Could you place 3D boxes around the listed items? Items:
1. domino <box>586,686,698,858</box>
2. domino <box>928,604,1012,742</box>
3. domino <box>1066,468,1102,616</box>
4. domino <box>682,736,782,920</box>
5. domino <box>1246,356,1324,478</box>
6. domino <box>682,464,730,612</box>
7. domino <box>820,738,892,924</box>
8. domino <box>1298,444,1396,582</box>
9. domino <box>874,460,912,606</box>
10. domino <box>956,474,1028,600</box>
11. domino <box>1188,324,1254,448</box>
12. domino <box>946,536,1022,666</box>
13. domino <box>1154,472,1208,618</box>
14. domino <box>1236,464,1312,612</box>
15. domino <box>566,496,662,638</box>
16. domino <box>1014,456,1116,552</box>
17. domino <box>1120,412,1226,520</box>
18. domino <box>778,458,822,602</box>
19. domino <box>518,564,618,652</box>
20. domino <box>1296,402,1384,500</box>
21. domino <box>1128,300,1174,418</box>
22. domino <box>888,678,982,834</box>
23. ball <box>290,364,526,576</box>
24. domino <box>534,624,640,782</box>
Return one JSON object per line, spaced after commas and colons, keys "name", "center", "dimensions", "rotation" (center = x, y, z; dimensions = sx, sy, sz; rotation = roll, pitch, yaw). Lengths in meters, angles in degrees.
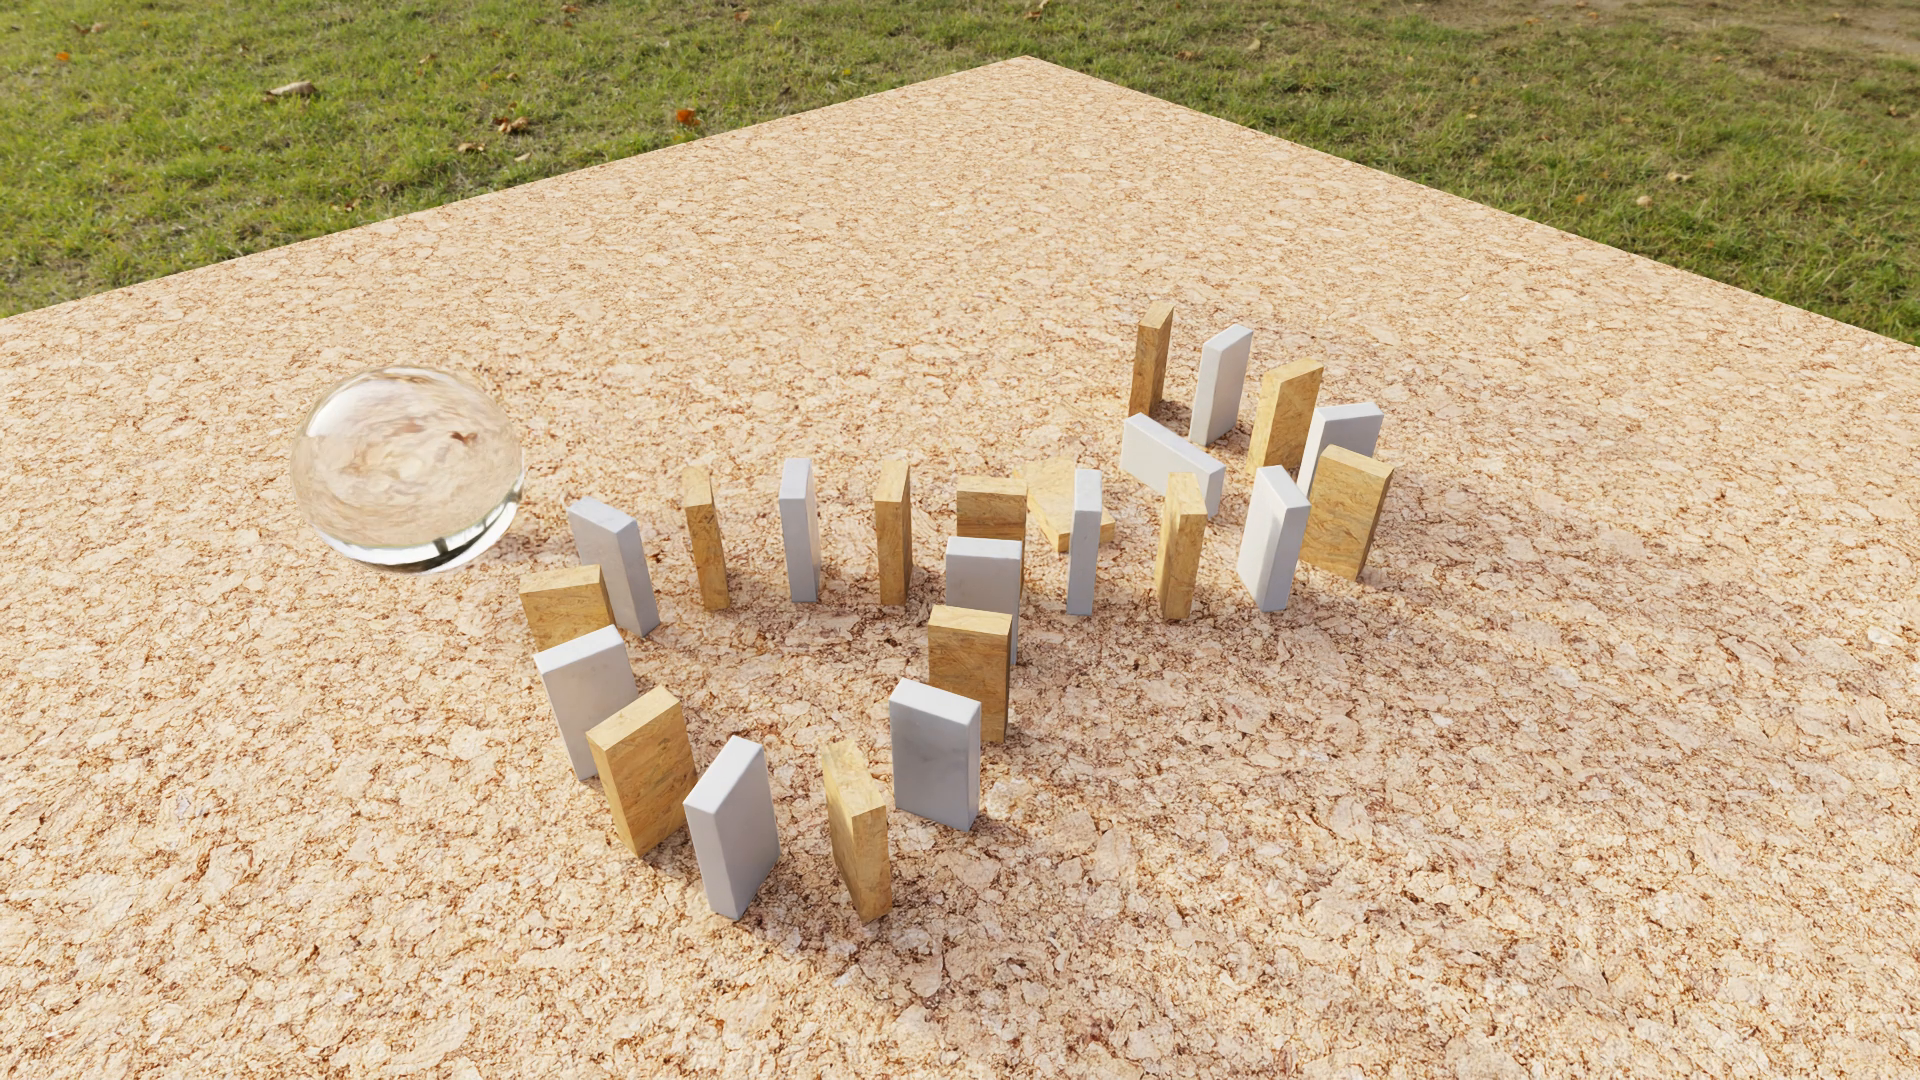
{"name": "domino", "center": [-0.092, 0.069, 0.327], "dimensions": [0.009, 0.050, 0.025], "rotation": [30, 48, 32]}
{"name": "domino", "center": [0.003, 0.044, 0.358], "dimensions": [0.025, 0.050, 0.010], "rotation": [7, 40, 9]}
{"name": "domino", "center": [0.046, 0.001, 0.410], "dimensions": [0.009, 0.050, 0.025], "rotation": [3, 39, 4]}
{"name": "domino", "center": [-0.063, 0.082, 0.311], "dimensions": [0.010, 0.050, 0.025], "rotation": [15, 42, 17]}
{"name": "domino", "center": [0.140, -0.052, 0.475], "dimensions": [0.025, 0.050, 0.010], "rotation": [-21, 44, -24]}
{"name": "domino", "center": [-0.095, -0.001, 0.412], "dimensions": [0.010, 0.050, 0.025], "rotation": [-8, 40, -10]}
{"name": "domino", "center": [-0.029, 0.083, 0.311], "dimensions": [0.009, 0.050, 0.025], "rotation": [-16, 42, -19]}
{"name": "domino", "center": [0.147, -0.010, 0.424], "dimensions": [0.025, 0.050, 0.009], "rotation": [25, 46, 28]}
{"name": "domino", "center": [-0.025, -0.002, 0.414], "dimensions": [0.009, 0.050, 0.025], "rotation": [3, 39, 4]}
{"name": "domino", "center": [0.012, 0.000, 0.412], "dimensions": [0.025, 0.050, 0.010], "rotation": [5, 40, 6]}
{"name": "domino", "center": [0.117, -0.069, 0.496], "dimensions": [0.009, 0.050, 0.025], "rotation": [31, 49, 32]}
{"name": "domino", "center": [0.008, 0.022, 0.385], "dimensions": [0.025, 0.050, 0.009], "rotation": [4, 39, 5]}
{"name": "domino", "center": [0.081, 0.002, 0.409], "dimensions": [0.009, 0.050, 0.025], "rotation": [-1, 39, -1]}
{"name": "domino", "center": [0.117, 0.000, 0.411], "dimensions": [0.010, 0.050, 0.025], "rotation": [-8, 40, -9]}
{"name": "domino", "center": [-0.125, 0.010, 0.399], "dimensions": [0.025, 0.050, 0.010], "rotation": [23, 44, 25]}
{"name": "domino", "center": [0.043, -0.016, 0.463], "dimensions": [0.025, 0.009, 0.050], "rotation": [-12, 41, -15]}
{"name": "domino", "center": [0.090, -0.032, 0.470], "dimensions": [0.009, 0.025, 0.050], "rotation": [-25, 46, -28]}
{"name": "domino", "center": [-0.060, -0.003, 0.416], "dimensions": [0.010, 0.050, 0.025], "rotation": [-1, 39, -1]}
{"name": "domino", "center": [-0.130, 0.032, 0.373], "dimensions": [0.025, 0.050, 0.009], "rotation": [-8, 40, -10]}
{"name": "domino", "center": [0.154, -0.031, 0.450], "dimensions": [0.025, 0.050, 0.010], "rotation": [-7, 40, -9]}
{"name": "domino", "center": [0.089, -0.082, 0.512], "dimensions": [0.009, 0.050, 0.025], "rotation": [16, 42, 18]}
{"name": "domino", "center": [-0.007, 0.066, 0.331], "dimensions": [0.025, 0.050, 0.010], "rotation": [15, 42, 18]}
{"name": "ball", "center": [-0.209, -0.027, 0.420], "dimensions": [0.080, 0.080, 0.080], "rotation": [0, 39, 0]}
{"name": "domino", "center": [-0.115, 0.052, 0.348], "dimensions": [0.025, 0.050, 0.010], "rotation": [-22, 44, -25]}
